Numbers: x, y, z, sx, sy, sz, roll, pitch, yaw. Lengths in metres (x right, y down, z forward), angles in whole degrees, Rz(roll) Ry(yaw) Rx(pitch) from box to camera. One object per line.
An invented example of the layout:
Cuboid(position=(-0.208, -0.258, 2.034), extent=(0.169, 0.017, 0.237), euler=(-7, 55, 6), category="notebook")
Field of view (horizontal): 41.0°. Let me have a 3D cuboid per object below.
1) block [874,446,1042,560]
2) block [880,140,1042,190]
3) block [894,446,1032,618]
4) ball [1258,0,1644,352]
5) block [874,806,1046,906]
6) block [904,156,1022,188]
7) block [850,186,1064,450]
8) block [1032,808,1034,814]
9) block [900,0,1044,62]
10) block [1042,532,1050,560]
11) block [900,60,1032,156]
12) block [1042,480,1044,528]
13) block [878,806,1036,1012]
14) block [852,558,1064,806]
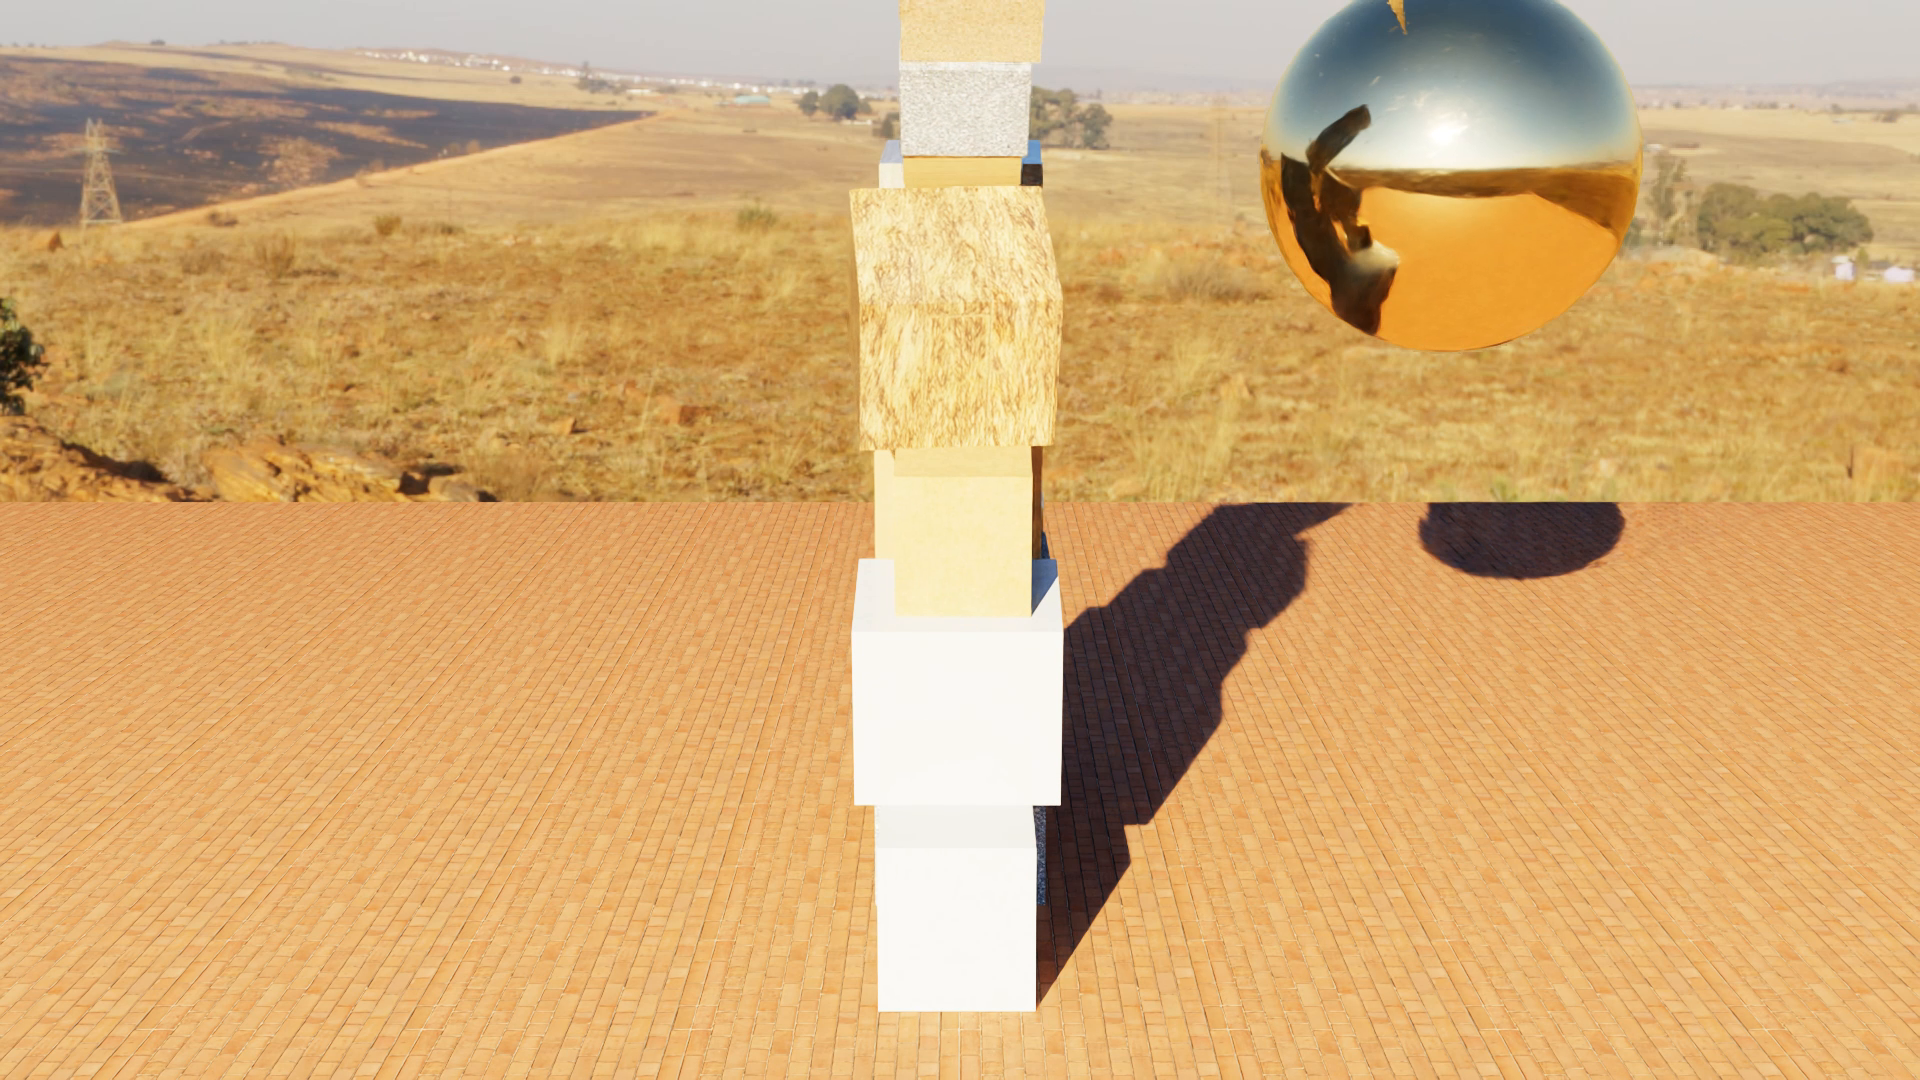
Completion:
Cuboid(position=(-0.008, -0.407, 11.062), extent=(0.699, 0.785, 0.750), euler=(0, 19, 0), category="block")
Cuboid(position=(0.010, -1.293, 11.188), extent=(0.681, 0.804, 0.757), euler=(0, 16, 1), category="block")
Cuboid(position=(0.013, -0.069, 10.187), extent=(0.532, 0.587, 0.542), euler=(0, 22, 0), category="block")
Cuboid(position=(2.074, -1.598, 10.890), extent=(1.600, 1.600, 1.600), euler=(0, 10, 0), category="ball")
Cuboid(position=(0.001, 1.111, 11.277), extent=(0.726, 0.779, 0.752), euler=(0, 10, 0), category="block")
Cuboid(position=(0.008, -1.644, 10.519), extent=(0.470, 0.466, 0.387), euler=(0, -31, 0), category="block")
Cuboid(position=(-0.036, -0.892, 10.236), extent=(0.771, 0.690, 0.829), euler=(-2, 39, -5), category="block")
Cuboid(position=(-0.004, 1.357, 10.639), extent=(0.609, 0.524, 0.571), euler=(0, 10, 0), category="block")
Cuboid(position=(0.045, -2.178, 9.700), extent=(0.537, 0.501, 0.528), euler=(1, -31, -1), category="block")
Cuboid(position=(0.013, 0.373, 11.209), extent=(0.739, 0.698, 0.756), euler=(0, 10, 0), category="block")
Cuboid(position=(0.018, -1.876, 10.131), extent=(0.502, 0.502, 0.504), euler=(0, -31, 0), category="block")
Cuboid(position=(0.018, 0.218, 12.006), extent=(0.736, 0.891, 0.828), euler=(0, 10, 2), category="block")
Cuboid(position=(-0.012, 1.412, 10.007), extent=(0.597, 0.641, 0.671), euler=(0, 10, 0), category="block")
Cuboid(position=(-0.009, 0.566, 10.399), extent=(0.817, 0.750, 0.750), euler=(0, 22, 0), category="block")
